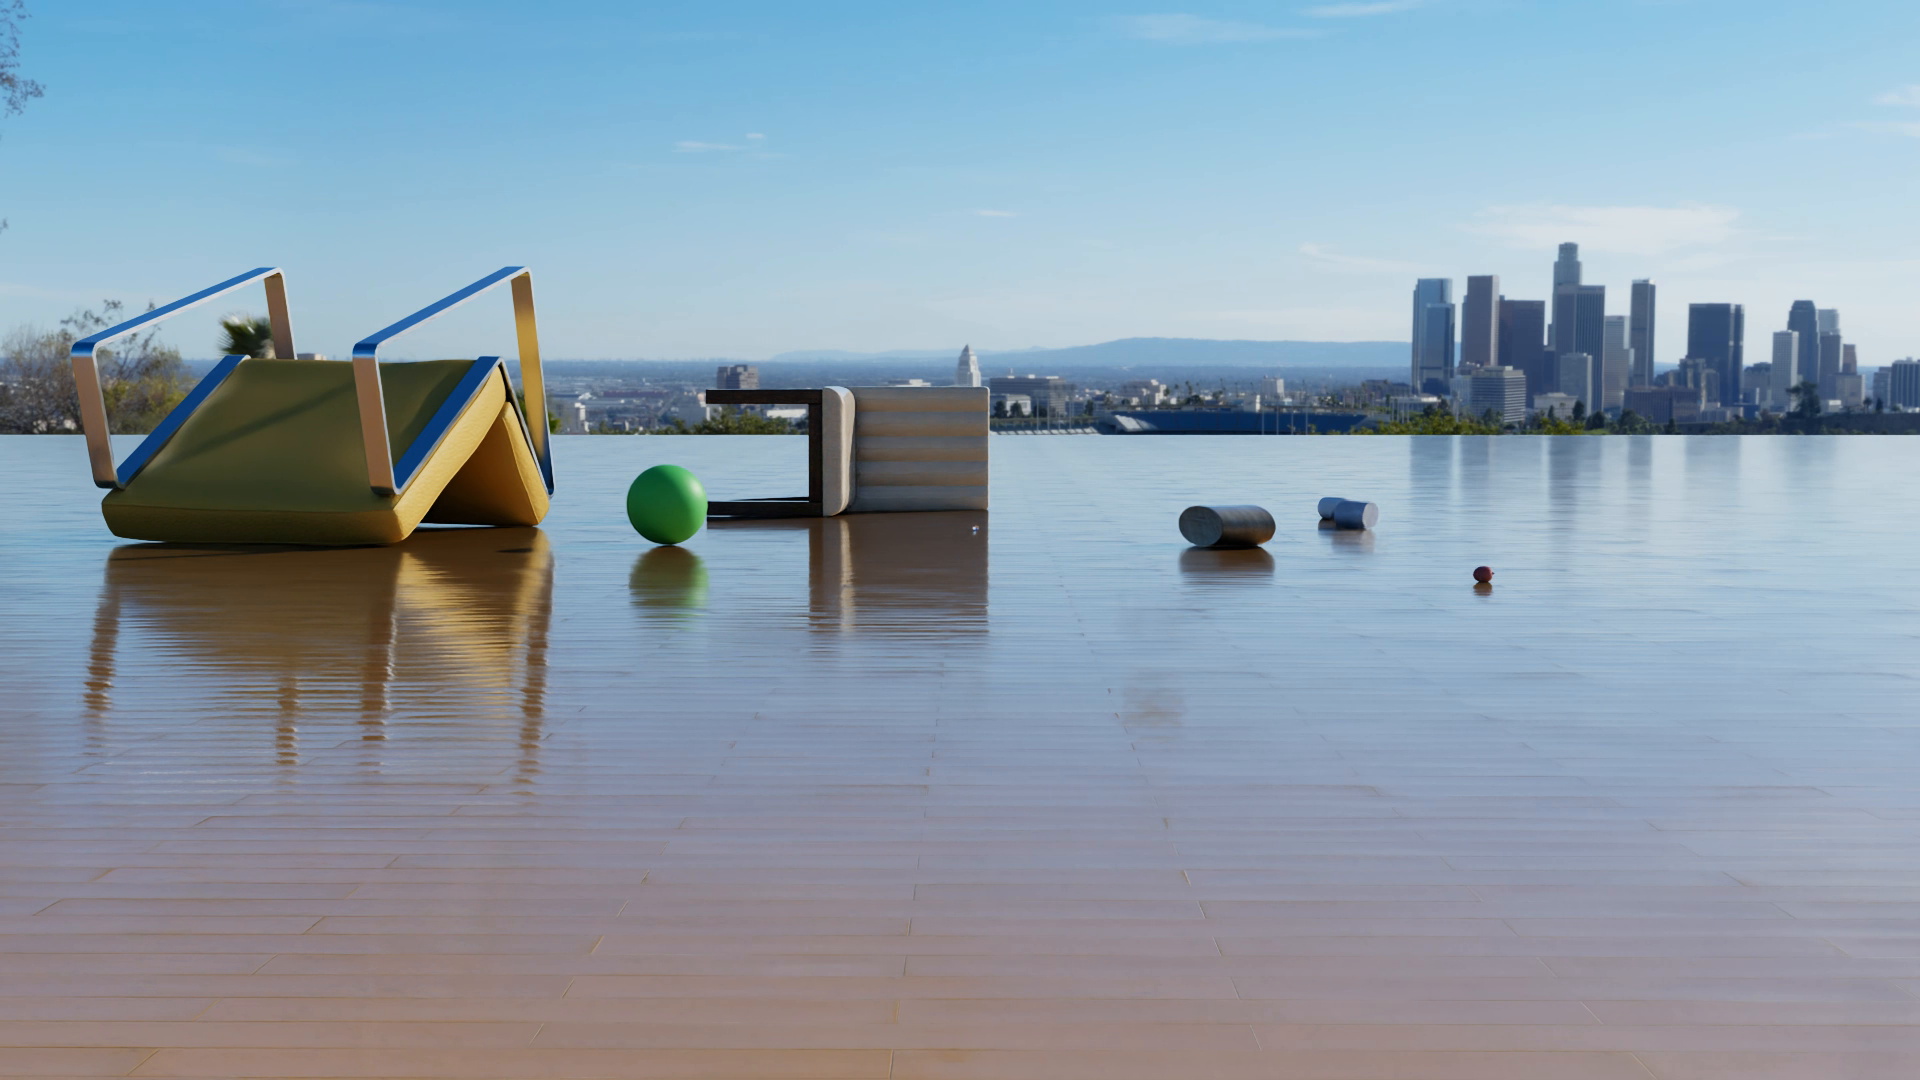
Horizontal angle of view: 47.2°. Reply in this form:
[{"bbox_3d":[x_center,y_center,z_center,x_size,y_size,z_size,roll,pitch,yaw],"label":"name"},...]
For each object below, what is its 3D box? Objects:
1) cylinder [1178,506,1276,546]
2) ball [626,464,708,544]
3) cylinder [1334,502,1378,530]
[{"bbox_3d":[0.765,-0.042,6.322,0.163,0.114,0.308,-1,3,-18],"label":"cylinder"},{"bbox_3d":[-0.844,-0.102,6.333,0.232,0.232,0.232,0,4,0],"label":"ball"},{"bbox_3d":[1.275,-0.079,7.081,0.107,0.083,0.096,4,32,42],"label":"cylinder"}]
